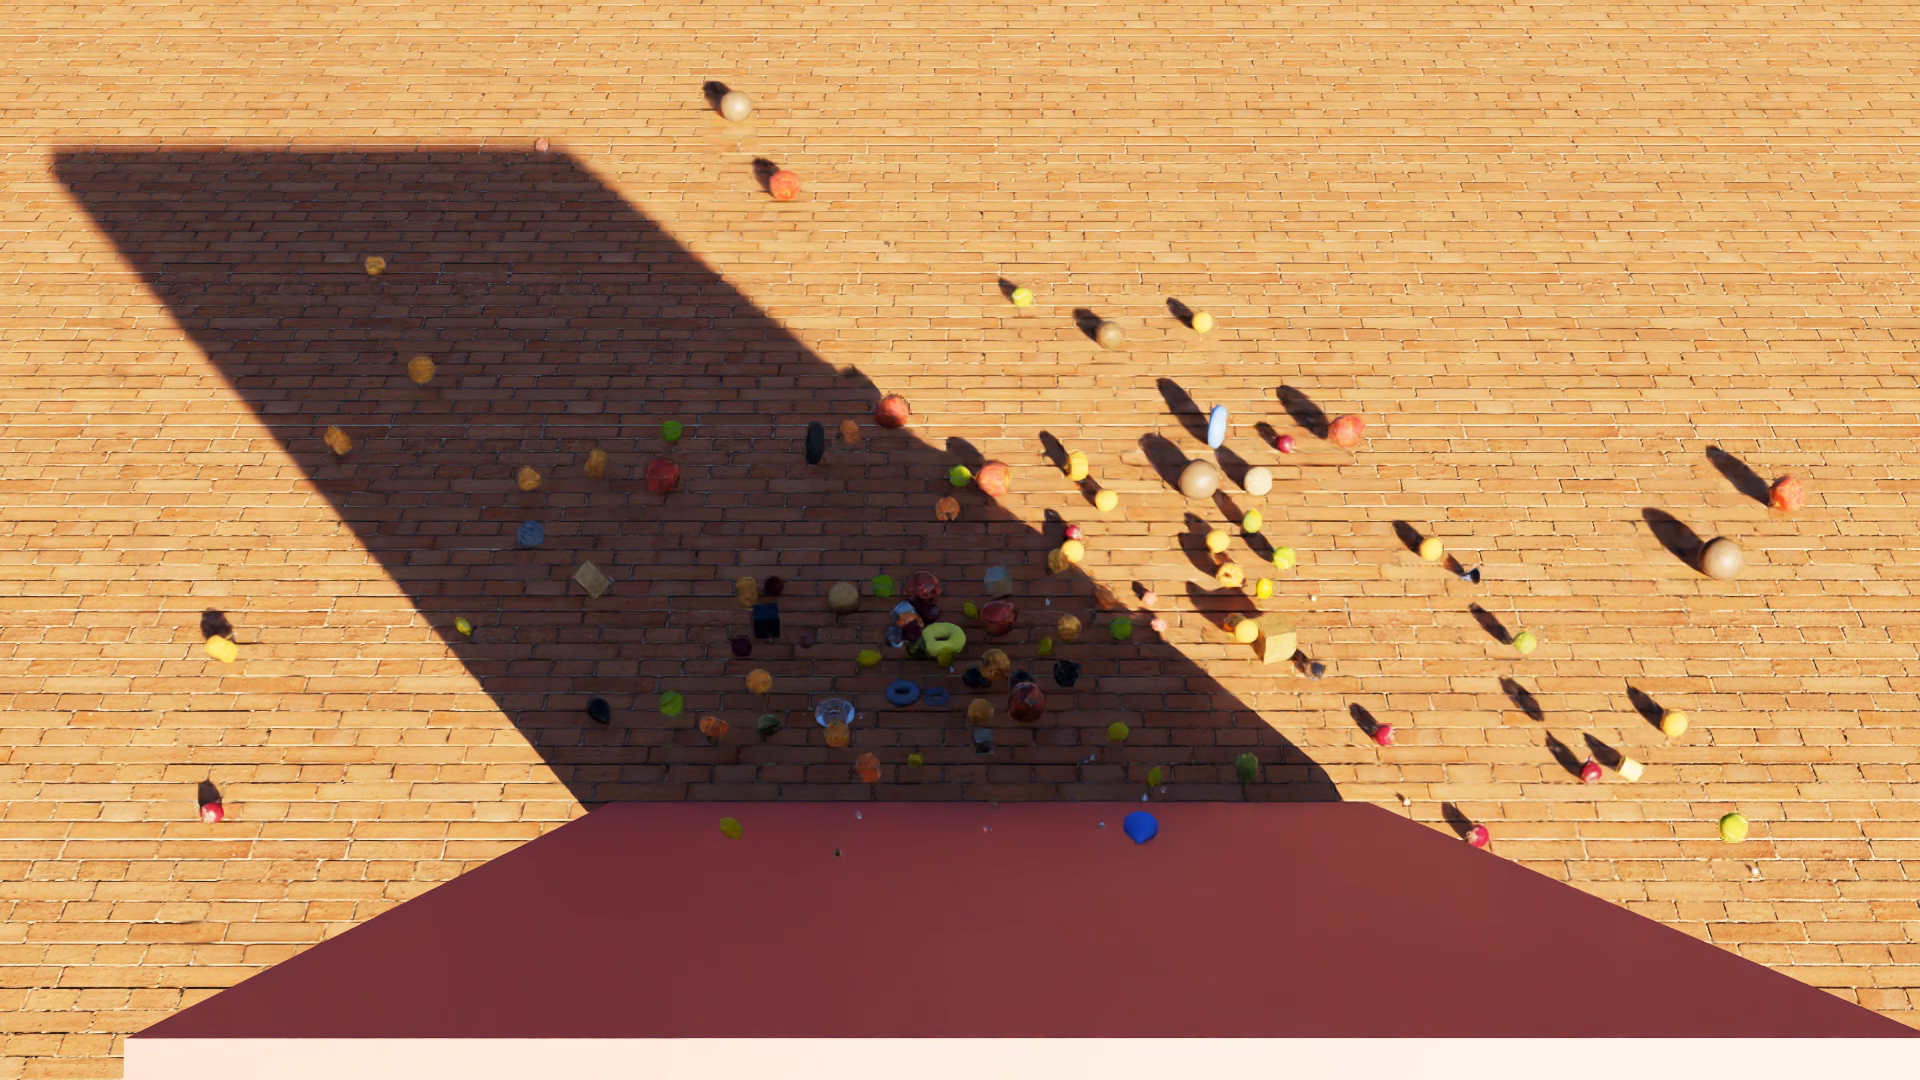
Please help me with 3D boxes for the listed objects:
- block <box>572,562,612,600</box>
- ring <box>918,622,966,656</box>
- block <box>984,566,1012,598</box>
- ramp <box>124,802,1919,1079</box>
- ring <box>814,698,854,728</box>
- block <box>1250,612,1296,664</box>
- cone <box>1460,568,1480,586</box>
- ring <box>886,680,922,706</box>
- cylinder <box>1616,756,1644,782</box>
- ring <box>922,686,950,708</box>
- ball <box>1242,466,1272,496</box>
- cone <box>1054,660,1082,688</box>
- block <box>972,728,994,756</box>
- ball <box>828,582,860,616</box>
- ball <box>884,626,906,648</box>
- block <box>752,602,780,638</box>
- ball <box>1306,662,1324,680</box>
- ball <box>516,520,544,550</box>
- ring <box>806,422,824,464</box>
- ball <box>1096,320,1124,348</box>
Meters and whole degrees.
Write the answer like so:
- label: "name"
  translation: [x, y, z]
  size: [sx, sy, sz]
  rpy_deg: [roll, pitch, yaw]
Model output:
- label: "block"
  translation: [-1.090, 0.118, 7.685]
  size: [0.068, 0.068, 0.068]
  rpy_deg: [-47, 49, -10]
- label: "ring"
  translation: [-0.051, 0.288, 7.524]
  size: [0.138, 0.046, 0.138]
  rpy_deg: [0, 34, 0]
- label: "block"
  translation: [0.114, 0.123, 7.702]
  size: [0.061, 0.061, 0.061]
  rpy_deg: [-16, 38, 21]
- label: "ramp"
  translation: [0.078, 0.671, 4.862]
  size: [2.000, 0.100, 4.000]
  rpy_deg: [0, -2, 0]
- label: "ring"
  translation: [-0.350, 0.484, 7.257]
  size: [0.111, 0.037, 0.111]
  rpy_deg: [-1, 35, 1]
- label: "block"
  translation: [0.902, 0.283, 7.486]
  size: [0.096, 0.096, 0.096]
  rpy_deg: [-12, 37, -16]
- label: "cone"
  translation: [1.516, 0.109, 7.760]
  size: [0.055, 0.055, 0.055]
  rpy_deg: [-2, 35, -11]
- label: "ring"
  translation: [-0.160, 0.431, 7.334]
  size: [0.103, 0.034, 0.103]
  rpy_deg: [-1, 35, 0]
- label: "cylinder"
  translation: [1.813, 0.620, 7.038]
  size: [0.052, 0.052, 0.052]
  rpy_deg: [31, 39, -2]
- label: "ring"
  translation: [-0.067, 0.442, 7.324]
  size: [0.078, 0.026, 0.078]
  rpy_deg: [0, 37, 0]
- label: "ball"
  translation: [0.933, -0.186, 8.142]
  size: [0.094, 0.094, 0.094]
  rpy_deg: [0, 36, 0]
- label: "cone"
  translation: [0.323, 0.370, 7.399]
  size: [0.083, 0.083, 0.083]
  rpy_deg: [25, 26, 31]
- label: "block"
  translation: [0.064, 0.557, 7.143]
  size: [0.051, 0.051, 0.051]
  rpy_deg: [-4, 36, -6]
- label: "ball"
  translation: [-0.341, 0.173, 7.639]
  size: [0.096, 0.096, 0.096]
  rpy_deg: [0, 36, 0]
- label: "ball"
  translation: [-0.188, 0.280, 7.516]
  size: [0.065, 0.065, 0.065]
  rpy_deg: [0, 36, 0]
- label: "block"
  translation: [-0.565, 0.235, 7.574]
  size: [0.071, 0.071, 0.071]
  rpy_deg: [-4, 36, -6]
- label: "ball"
  translation: [1.011, 0.374, 7.396]
  size: [0.053, 0.053, 0.053]
  rpy_deg: [0, 36, 0]
- label: "ball"
  translation: [-1.308, -0.016, 7.910]
  size: [0.088, 0.088, 0.088]
  rpy_deg: [0, 36, 0]
- label: "ring"
  translation: [-0.459, -0.305, 8.227]
  size: [0.045, 0.135, 0.135]
  rpy_deg: [6, 34, -11]
- label: "ball"
  translation: [0.509, -0.700, 8.859]
  size: [0.095, 0.095, 0.095]
  rpy_deg: [0, 36, 0]
